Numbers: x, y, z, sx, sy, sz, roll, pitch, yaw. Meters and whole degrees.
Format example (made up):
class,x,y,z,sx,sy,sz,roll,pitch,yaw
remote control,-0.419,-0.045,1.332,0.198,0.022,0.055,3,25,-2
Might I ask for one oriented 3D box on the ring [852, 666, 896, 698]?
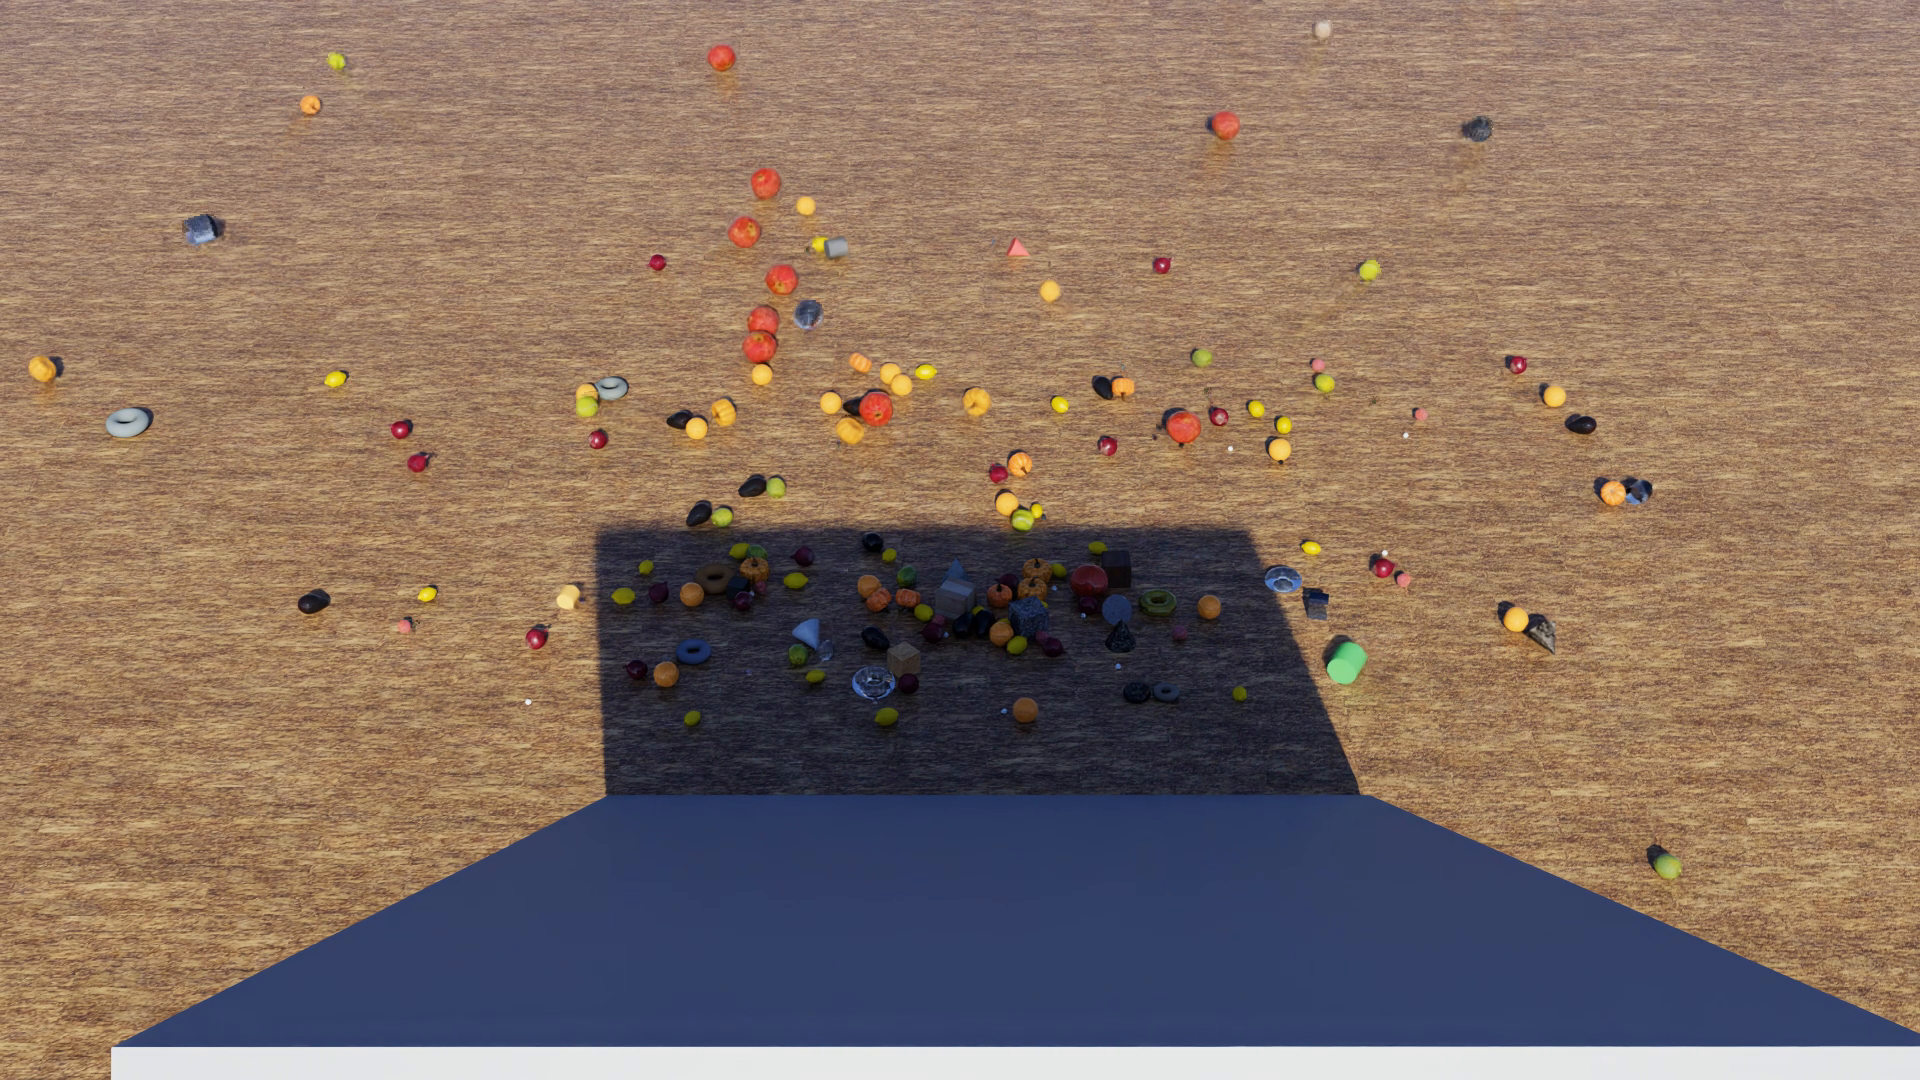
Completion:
class,x,y,z,sx,sy,sz,roll,pitch,yaw
ring,-0.243,0.401,7.316,0.123,0.041,0.123,0,36,0

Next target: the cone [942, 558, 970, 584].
class,x,y,z,sx,sy,sz,roll,pitch,yaw
cone,-0.011,0.088,7.728,0.087,0.087,0.087,0,35,0

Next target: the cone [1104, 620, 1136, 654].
class,x,y,z,sx,sy,sz,roll,pitch,yaw
cone,0.464,0.261,7.474,0.091,0.091,0.091,0,35,0

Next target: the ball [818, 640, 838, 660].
class,x,y,z,sx,sy,sz,roll,pitch,yaw
ball,-0.379,0.315,7.427,0.056,0.056,0.056,0,35,0

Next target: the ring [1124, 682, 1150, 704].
class,x,y,z,sx,sy,sz,roll,pitch,yaw
ring,0.497,0.428,7.290,0.079,0.026,0.079,0,36,0

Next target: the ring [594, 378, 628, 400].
class,x,y,z,sx,sy,sz,roll,pitch,yaw
ring,-1.160,-0.503,8.624,0.115,0.038,0.115,-1,34,1

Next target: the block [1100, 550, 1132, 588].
class,x,y,z,sx,sy,sz,roll,pitch,yaw
block,0.465,0.088,7.734,0.080,0.080,0.080,-2,35,-3

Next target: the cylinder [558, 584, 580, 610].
class,x,y,z,sx,sy,sz,roll,pitch,yaw
cylinder,-1.151,0.168,7.642,0.052,0.052,0.052,9,36,12

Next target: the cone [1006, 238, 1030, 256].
class,x,y,z,sx,sy,sz,roll,pitch,yaw
cone,0.220,-1.048,9.413,0.077,0.077,0.077,25,33,-11

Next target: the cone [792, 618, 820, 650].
class,x,y,z,sx,sy,sz,roll,pitch,yaw
cone,-0.424,0.288,7.481,0.089,0.089,0.089,-20,66,-26

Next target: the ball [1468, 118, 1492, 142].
class,x,y,z,sx,sy,sz,roll,pitch,yaw
ball,2.034,-1.603,10.163,0.093,0.093,0.093,0,35,0

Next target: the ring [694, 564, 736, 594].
class,x,y,z,sx,sy,sz,roll,pitch,yaw
ring,-0.728,0.116,7.727,0.130,0.043,0.130,-1,36,0

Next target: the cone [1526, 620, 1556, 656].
class,x,y,z,sx,sy,sz,roll,pitch,yaw
cone,1.692,0.294,7.471,0.090,0.090,0.090,-13,63,-18

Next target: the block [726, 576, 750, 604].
class,x,y,z,sx,sy,sz,roll,pitch,yaw
block,-0.655,0.146,7.674,0.052,0.052,0.052,11,36,15

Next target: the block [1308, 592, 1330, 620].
class,x,y,z,sx,sy,sz,roll,pitch,yaw
block,1.049,0.194,7.602,0.056,0.056,0.056,6,35,8

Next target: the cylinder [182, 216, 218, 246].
class,x,y,z,sx,sy,sz,roll,pitch,yaw
cylinder,-2.772,-1.129,9.480,0.092,0.092,0.092,-25,42,-31

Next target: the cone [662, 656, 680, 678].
class,x,y,z,sx,sy,sz,roll,pitch,yaw
cone,-0.835,0.369,7.376,0.058,0.058,0.058,20,75,26

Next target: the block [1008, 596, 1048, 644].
class,x,y,z,sx,sy,sz,roll,pitch,yaw
block,0.198,0.230,7.522,0.088,0.088,0.088,-14,37,-19

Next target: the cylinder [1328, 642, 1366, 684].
class,x,y,z,sx,sy,sz,roll,pitch,yaw
cylinder,1.096,0.349,7.352,0.086,0.086,0.086,18,35,23

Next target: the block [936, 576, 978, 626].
class,x,y,z,sx,sy,sz,roll,pitch,yaw
block,-0.011,0.179,7.593,0.091,0.091,0.091,15,37,20

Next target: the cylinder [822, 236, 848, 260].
class,x,y,z,sx,sy,sz,roll,pitch,yaw
cylinder,-0.449,-1.056,9.396,0.069,0.069,0.069,-32,43,-13

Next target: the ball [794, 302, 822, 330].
class,x,y,z,sx,sy,sz,roll,pitch,yaw
ball,-0.525,-0.774,8.960,0.100,0.100,0.100,0,35,0

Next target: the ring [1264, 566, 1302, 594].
class,x,y,z,sx,sy,sz,roll,pitch,yaw
ring,0.962,0.118,7.728,0.111,0.037,0.111,-1,33,0

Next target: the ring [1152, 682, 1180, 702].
class,x,y,z,sx,sy,sz,roll,pitch,yaw
ring,0.578,0.428,7.291,0.075,0.025,0.075,-1,35,1

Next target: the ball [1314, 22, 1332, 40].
class,x,y,z,sx,sy,sz,roll,pitch,yaw
ball,1.532,-2.152,10.970,0.078,0.078,0.078,0,35,0

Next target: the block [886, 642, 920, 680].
class,x,y,z,sx,sy,sz,roll,pitch,yaw
block,-0.160,0.343,7.377,0.068,0.068,0.068,-26,42,-32

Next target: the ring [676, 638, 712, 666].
class,x,y,z,sx,sy,sz,roll,pitch,yaw
ring,-0.764,0.321,7.439,0.103,0.034,0.103,-1,36,0

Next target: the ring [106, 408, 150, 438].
class,x,y,z,sx,sy,sz,roll,pitch,yaw
ring,-2.707,-0.381,8.442,0.139,0.046,0.139,0,36,0

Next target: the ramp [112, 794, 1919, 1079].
class,x,y,z,sx,sy,sz,roll,pitch,yaw
ramp,0.077,0.661,4.822,2.000,0.100,4.000,0,-2,0

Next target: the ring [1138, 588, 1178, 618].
class,x,y,z,sx,sy,sz,roll,pitch,yaw
ring,0.581,0.185,7.630,0.117,0.039,0.117,-1,34,1
